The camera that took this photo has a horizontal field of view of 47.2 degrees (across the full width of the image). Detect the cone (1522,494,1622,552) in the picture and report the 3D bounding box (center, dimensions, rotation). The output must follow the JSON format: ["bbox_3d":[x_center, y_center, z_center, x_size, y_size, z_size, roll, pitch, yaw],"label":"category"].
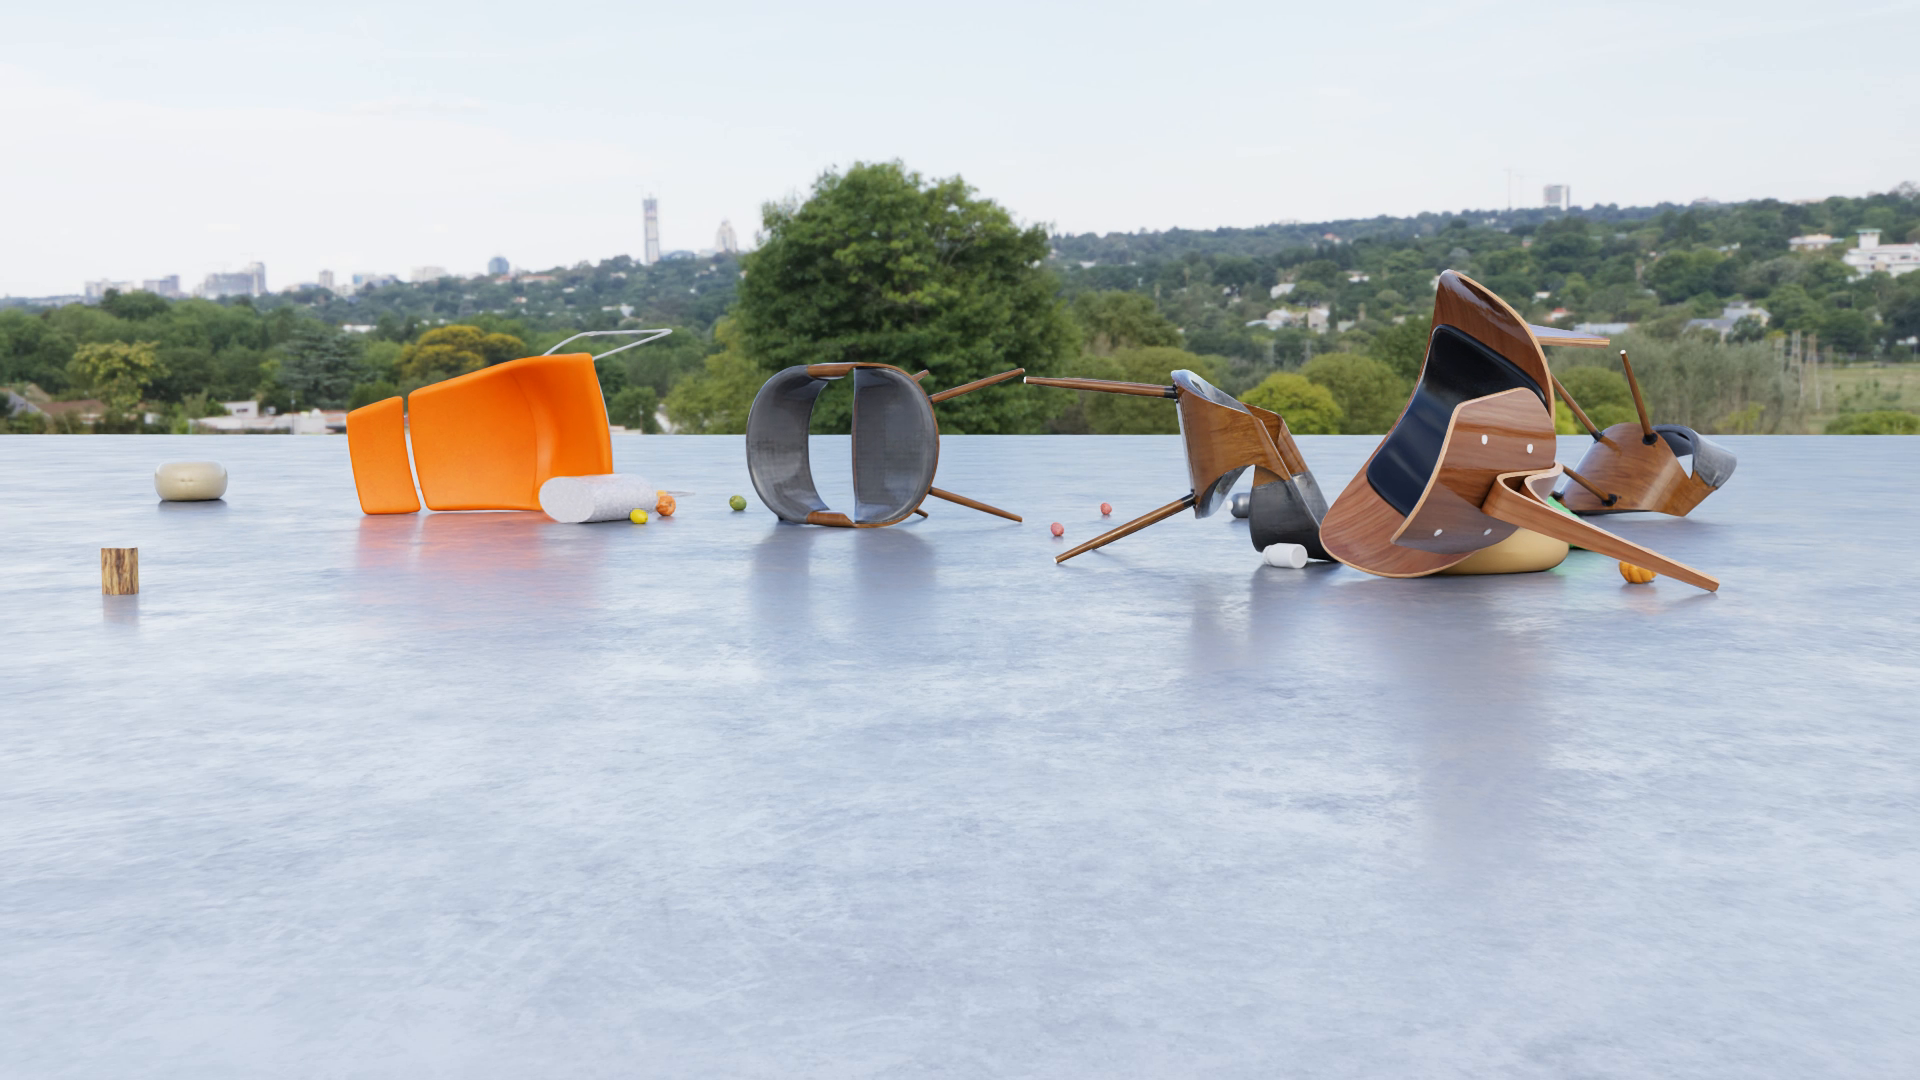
[{"bbox_3d":[1.733,-0.011,6.152,0.256,0.159,0.251,22,13,29],"label":"cone"}]

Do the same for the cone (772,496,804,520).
[{"bbox_3d":[-0.604,-0.088,7.520,0.119,0.107,0.067,2,43,30],"label":"cone"}]

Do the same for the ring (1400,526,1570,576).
[{"bbox_3d":[1.289,0.026,5.394,0.483,0.108,0.184,-2,3,-22],"label":"ring"}]

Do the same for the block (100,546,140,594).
[{"bbox_3d":[-1.842,0.067,4.821,0.066,0.102,0.038,1,4,11],"label":"block"}]

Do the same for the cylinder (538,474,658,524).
[{"bbox_3d":[-1.232,-0.144,7.499,0.246,0.154,0.331,12,9,30],"label":"cylinder"}]

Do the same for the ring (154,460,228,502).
[{"bbox_3d":[-3.126,-0.242,8.943,0.284,0.158,0.497,-3,3,-15],"label":"ring"}]
